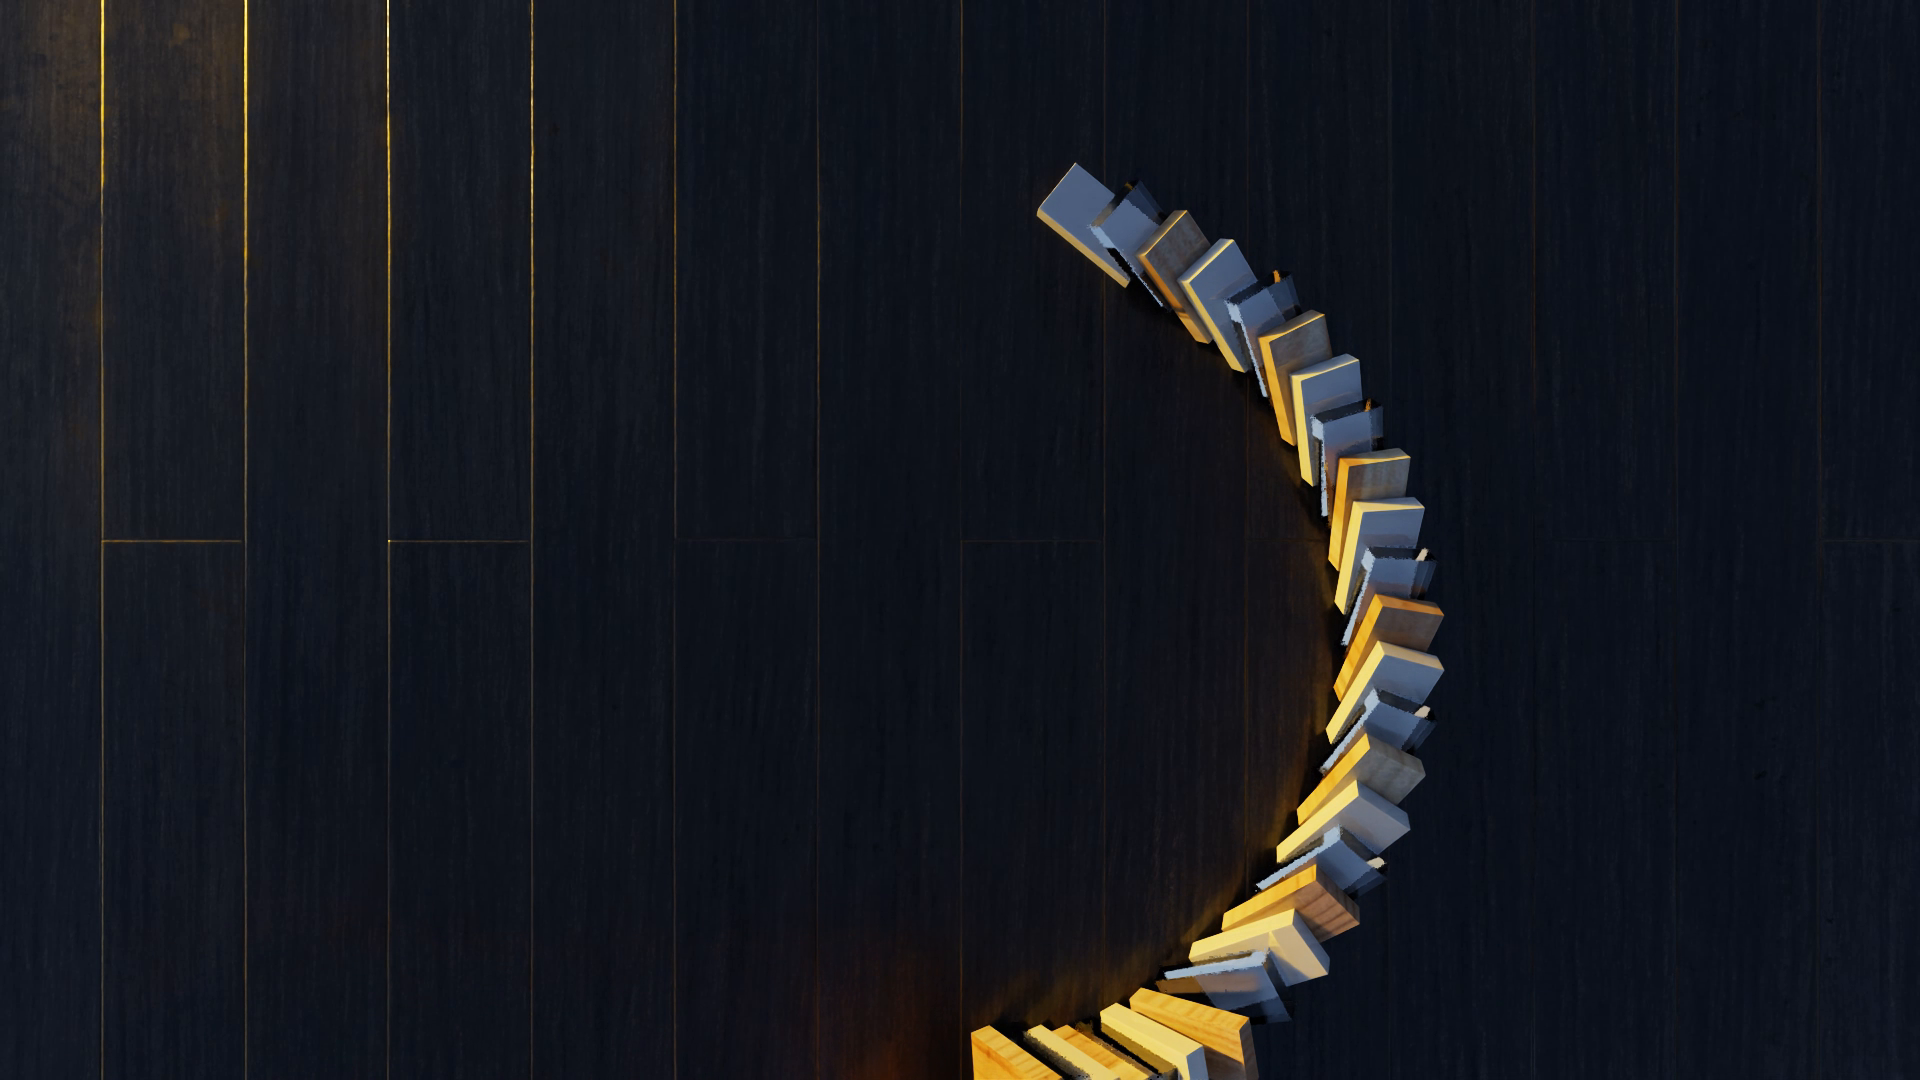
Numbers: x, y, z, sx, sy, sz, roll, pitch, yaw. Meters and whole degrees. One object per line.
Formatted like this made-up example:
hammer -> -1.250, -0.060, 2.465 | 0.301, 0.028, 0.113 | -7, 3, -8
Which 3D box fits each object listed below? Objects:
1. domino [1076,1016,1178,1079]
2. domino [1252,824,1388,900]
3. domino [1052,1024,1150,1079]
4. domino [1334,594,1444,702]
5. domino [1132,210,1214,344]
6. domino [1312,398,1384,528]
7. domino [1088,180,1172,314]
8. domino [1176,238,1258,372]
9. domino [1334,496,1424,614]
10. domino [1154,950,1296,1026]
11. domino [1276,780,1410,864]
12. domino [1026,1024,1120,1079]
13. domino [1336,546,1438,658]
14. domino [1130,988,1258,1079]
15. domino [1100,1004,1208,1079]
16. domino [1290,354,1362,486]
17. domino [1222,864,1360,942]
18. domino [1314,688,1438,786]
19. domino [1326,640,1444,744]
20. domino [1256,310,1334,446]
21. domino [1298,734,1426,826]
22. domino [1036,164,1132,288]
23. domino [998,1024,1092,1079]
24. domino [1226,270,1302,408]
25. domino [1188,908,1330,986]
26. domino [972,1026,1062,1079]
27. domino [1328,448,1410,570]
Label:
domino -> 0.068, 0.220, 0.376 | 0.009, 0.050, 0.025 | -4, 90, -33
domino -> 0.149, 0.142, 0.383 | 0.025, 0.010, 0.050 | 40, 121, 0
domino -> 0.057, 0.223, 0.376 | 0.009, 0.050, 0.025 | -4, 90, -33
domino -> 0.178, 0.047, 0.383 | 0.025, 0.009, 0.050 | 9, 120, 0
domino -> 0.097, -0.110, 0.384 | 0.025, 0.009, 0.050 | -47, 118, 0
domino -> 0.163, -0.032, 0.383 | 0.025, 0.010, 0.050 | -16, 120, 0
domino -> 0.079, -0.122, 0.384 | 0.050, 0.010, 0.025 | 41, 89, -28
domino -> 0.114, -0.098, 0.384 | 0.025, 0.010, 0.050 | -43, 119, 0
domino -> 0.175, 0.007, 0.383 | 0.025, 0.010, 0.050 | -4, 120, 0
domino -> 0.110, 0.189, 0.383 | 0.050, 0.010, 0.025 | -28, 90, 33
domino -> 0.159, 0.125, 0.383 | 0.025, 0.010, 0.050 | 33, 121, 0
domino -> 0.046, 0.223, 0.376 | 0.010, 0.050, 0.025 | -4, 90, -33
domino -> 0.178, 0.027, 0.383 | 0.025, 0.010, 0.050 | 3, 120, 0
domino -> 0.096, 0.206, 0.379 | 0.050, 0.010, 0.025 | -7, 94, 43
domino -> 0.080, 0.213, 0.376 | 0.010, 0.050, 0.025 | -10, 90, -33
domino -> 0.155, -0.050, 0.384 | 0.025, 0.009, 0.050 | -19, 120, 0
domino -> 0.138, 0.158, 0.383 | 0.025, 0.010, 0.050 | 45, 121, 0
domino -> 0.173, 0.087, 0.383 | 0.025, 0.009, 0.050 | 21, 120, 0
domino -> 0.177, 0.067, 0.383 | 0.025, 0.010, 0.050 | 15, 121, 0
domino -> 0.143, -0.067, 0.383 | 0.025, 0.009, 0.050 | -26, 120, 0
domino -> 0.167, 0.106, 0.383 | 0.025, 0.009, 0.050 | 26, 120, 0
domino -> 0.061, -0.135, 0.395 | 0.050, 0.010, 0.025 | 39, 90, 0
domino -> 0.034, 0.223, 0.376 | 0.009, 0.050, 0.025 | -4, 90, -33
domino -> 0.131, -0.084, 0.383 | 0.025, 0.010, 0.050 | -31, 120, 0
domino -> 0.125, 0.175, 0.383 | 0.050, 0.010, 0.025 | -36, 90, 30
domino -> 0.023, 0.224, 0.376 | 0.009, 0.050, 0.025 | -4, 90, -33
domino -> 0.171, -0.012, 0.383 | 0.025, 0.009, 0.050 | -8, 120, 0
